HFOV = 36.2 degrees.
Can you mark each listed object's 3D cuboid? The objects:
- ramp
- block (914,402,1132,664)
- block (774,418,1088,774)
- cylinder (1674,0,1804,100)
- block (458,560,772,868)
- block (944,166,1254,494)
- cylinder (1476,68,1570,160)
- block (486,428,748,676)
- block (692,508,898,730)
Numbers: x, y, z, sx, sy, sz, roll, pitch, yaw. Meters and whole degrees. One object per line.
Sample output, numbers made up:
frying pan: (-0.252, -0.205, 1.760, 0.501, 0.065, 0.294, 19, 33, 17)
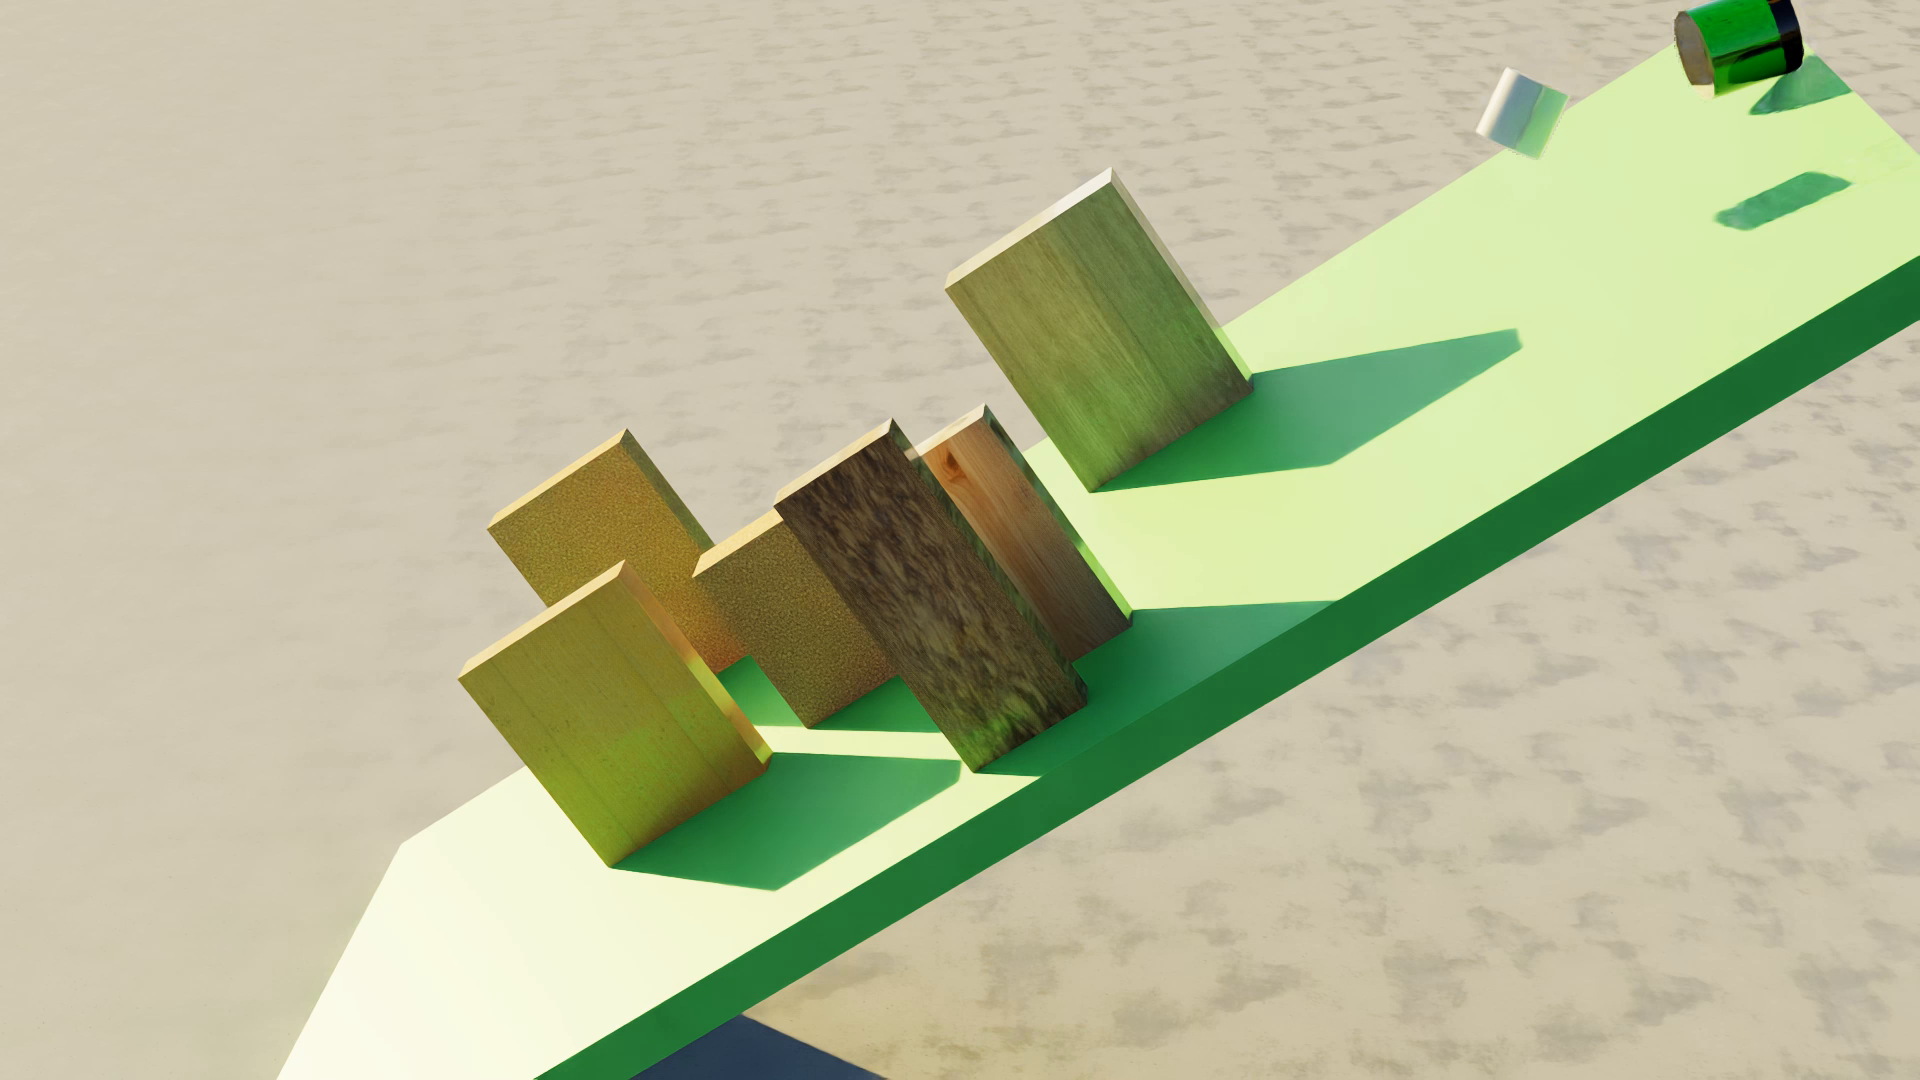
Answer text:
ramp: (0.137, 0.173, 6.303, 4.000, 0.100, 2.000, -32, 16, 15)
block: (0.013, 0.063, 5.728, 0.435, 0.514, 0.085, -32, 16, 15)
block: (-0.050, 0.108, 5.477, 0.260, 0.646, 0.082, -32, 16, 15)
cylinder: (1.601, -1.027, 6.050, 0.192, 0.192, 0.192, -19, 23, -2)
block: (-0.744, 0.381, 6.371, 0.435, 0.541, 0.097, -32, 16, 15)
block: (0.312, -0.462, 6.534, 0.438, 0.572, 0.132, -32, 16, 15)
cylinder: (1.120, -0.849, 5.852, 0.138, 0.138, 0.138, 22, 15, -6)
block: (-0.804, 0.091, 7.219, 0.408, 0.617, 0.106, -32, 16, 15)
block: (-0.308, 0.136, 6.375, 0.344, 0.426, 0.134, -32, 16, 15)
